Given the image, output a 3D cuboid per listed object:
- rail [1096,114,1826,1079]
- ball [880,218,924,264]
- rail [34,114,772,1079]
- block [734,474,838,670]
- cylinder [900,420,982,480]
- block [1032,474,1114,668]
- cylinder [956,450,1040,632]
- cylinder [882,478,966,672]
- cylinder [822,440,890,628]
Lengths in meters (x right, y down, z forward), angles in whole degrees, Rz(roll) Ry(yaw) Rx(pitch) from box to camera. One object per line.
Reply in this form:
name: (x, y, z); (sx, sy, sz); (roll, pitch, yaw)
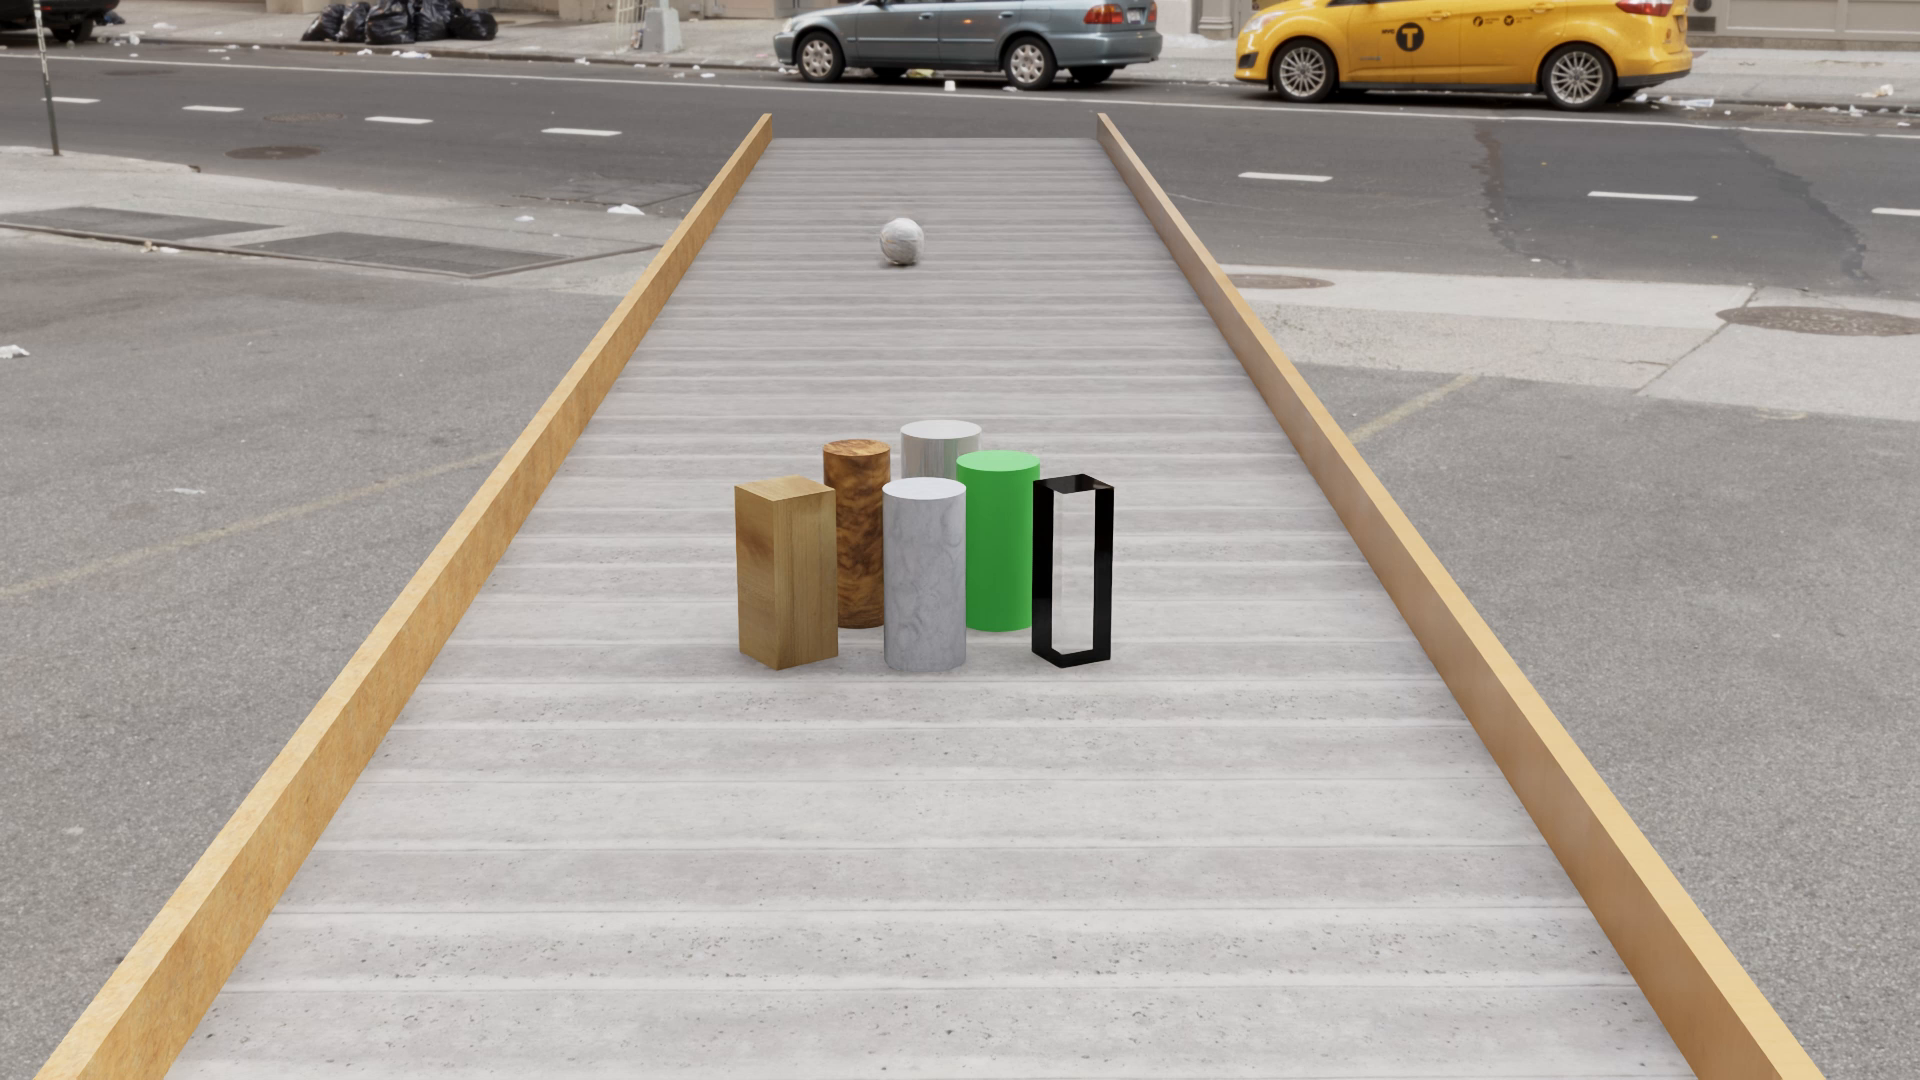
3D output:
rail: (0.932, -0.844, 7.801); (0.050, 0.150, 12.000); (0, 17, -1)
ball: (-0.238, -1.230, 9.037); (0.185, 0.185, 0.185); (0, 17, 0)
rail: (-1.118, -0.838, 7.780); (0.050, 0.150, 12.000); (0, 17, -1)
block: (-0.347, 0.063, 4.403); (0.145, 0.349, 0.145); (-12, 20, -34)
cylinder: (-0.042, -0.080, 4.894); (0.179, 0.343, 0.179); (0, 17, 0)
block: (0.224, 0.061, 4.391); (0.117, 0.359, 0.117); (-9, 19, -27)
cylinder: (0.080, 0.001, 4.618); (0.174, 0.346, 0.174); (0, 17, 0)
cylinder: (-0.070, 0.069, 4.372); (0.165, 0.356, 0.165); (0, 17, 0)
cylinder: (-0.215, -0.013, 4.614); (0.140, 0.374, 0.140); (0, 17, 0)
